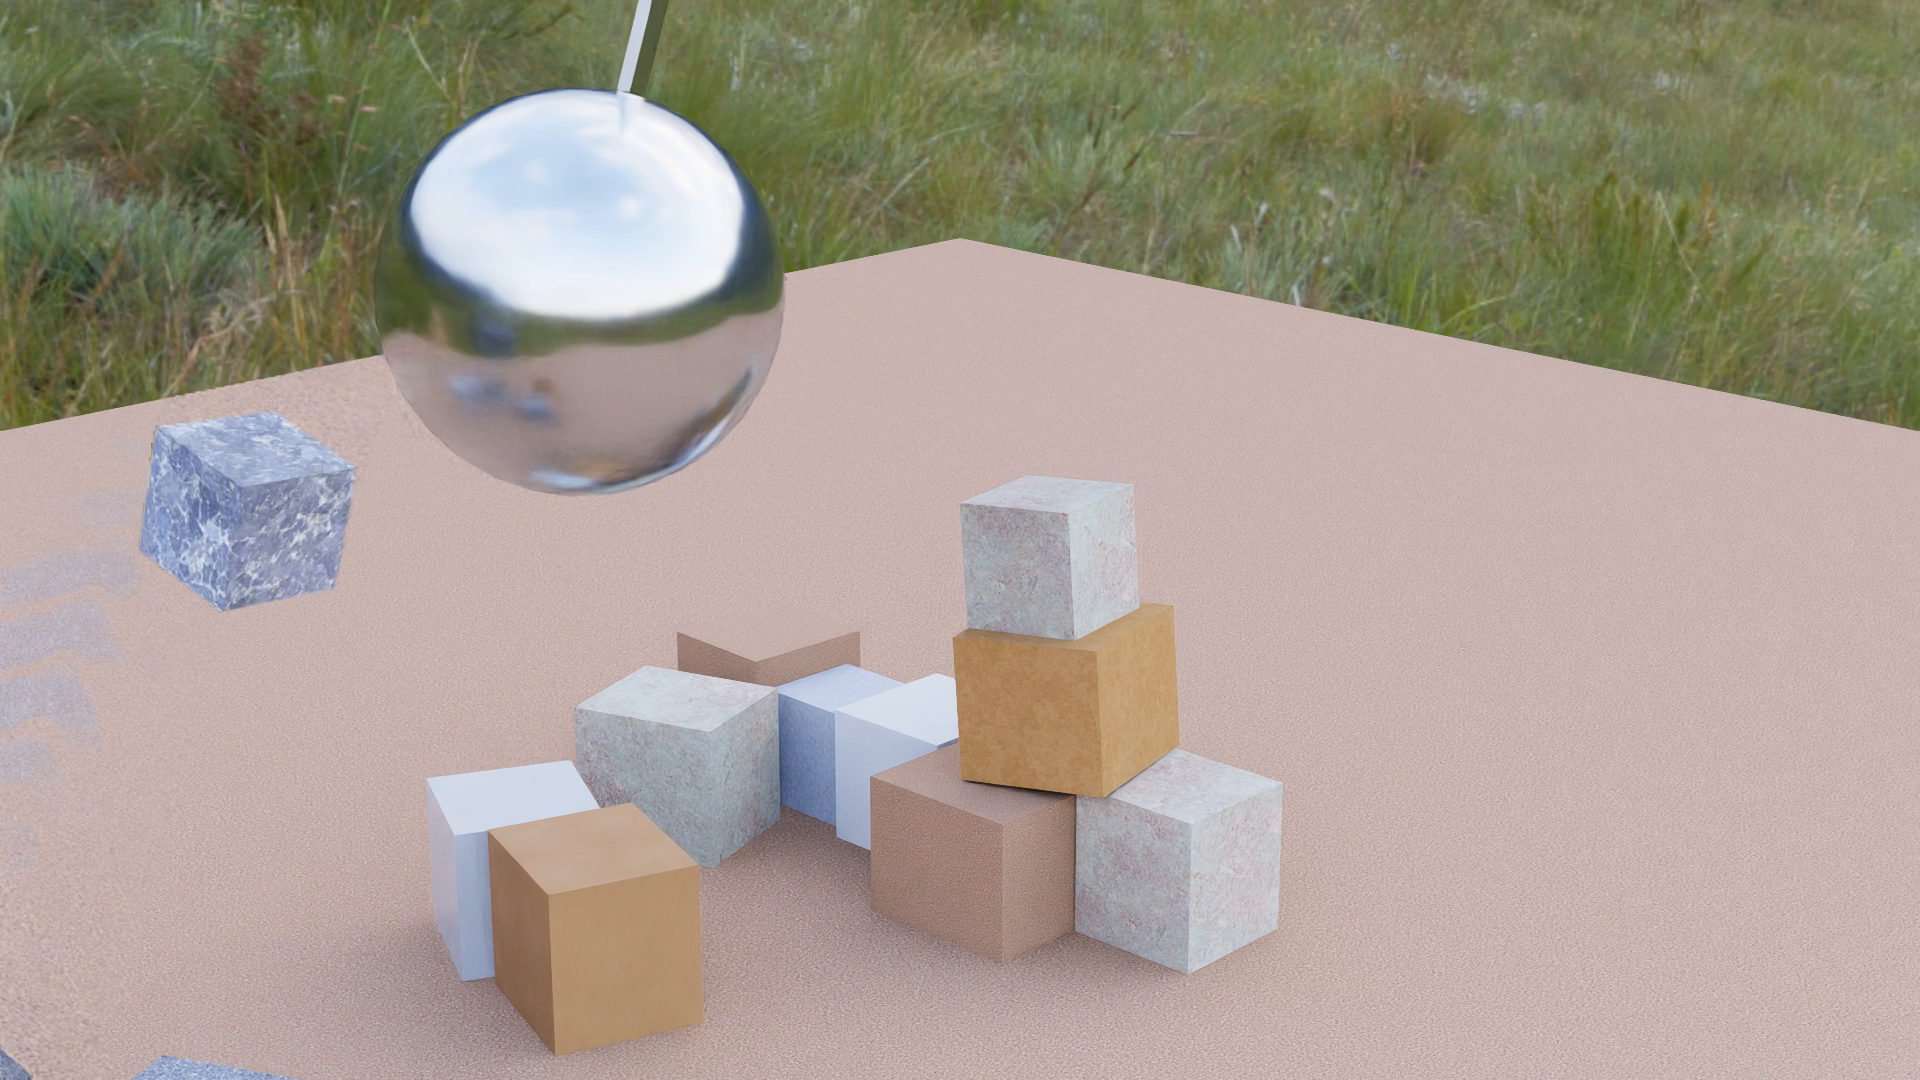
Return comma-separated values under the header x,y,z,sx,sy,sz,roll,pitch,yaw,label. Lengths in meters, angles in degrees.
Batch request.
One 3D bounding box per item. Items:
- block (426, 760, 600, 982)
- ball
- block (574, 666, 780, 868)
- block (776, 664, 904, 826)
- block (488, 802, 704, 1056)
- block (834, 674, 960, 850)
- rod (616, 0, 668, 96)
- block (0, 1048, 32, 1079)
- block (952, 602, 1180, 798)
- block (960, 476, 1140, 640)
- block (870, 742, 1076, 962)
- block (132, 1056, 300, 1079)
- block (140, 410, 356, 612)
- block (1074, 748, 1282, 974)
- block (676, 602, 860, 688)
x,y,z,sx,sy,sz,roll,pitch,yaw,label
-1.916,1.422,12.704,0.638,0.670,0.666,-6,18,-19,block
-1.483,-0.969,11.482,1.600,1.600,1.600,0,17,0,ball
-1.328,1.060,13.852,0.729,0.672,0.636,8,19,24,block
-0.548,0.996,14.214,0.515,0.576,0.540,-17,24,-42,block
-1.507,1.592,12.101,0.640,0.706,0.739,-9,20,-26,block
-0.108,1.092,13.796,0.664,0.643,0.685,16,23,41,block
-0.643,-4.260,11.329,0.080,5.200,0.080,17,3,42,rod
-3.533,2.071,10.213,0.524,0.590,0.598,-36,47,-9,block
0.475,0.668,12.896,0.699,0.650,0.749,5,16,30,block
0.396,0.070,12.807,0.547,0.561,0.551,6,17,33,block
0.138,1.349,12.982,0.796,0.641,0.713,16,23,41,block
-2.591,2.274,10.018,0.736,0.654,0.741,6,18,18,block
-2.441,-0.107,10.046,0.479,0.464,0.477,31,27,33,block
0.951,1.384,12.788,0.636,0.690,0.629,16,23,41,block
-0.946,0.796,14.602,0.668,0.726,0.611,-16,23,-41,block
